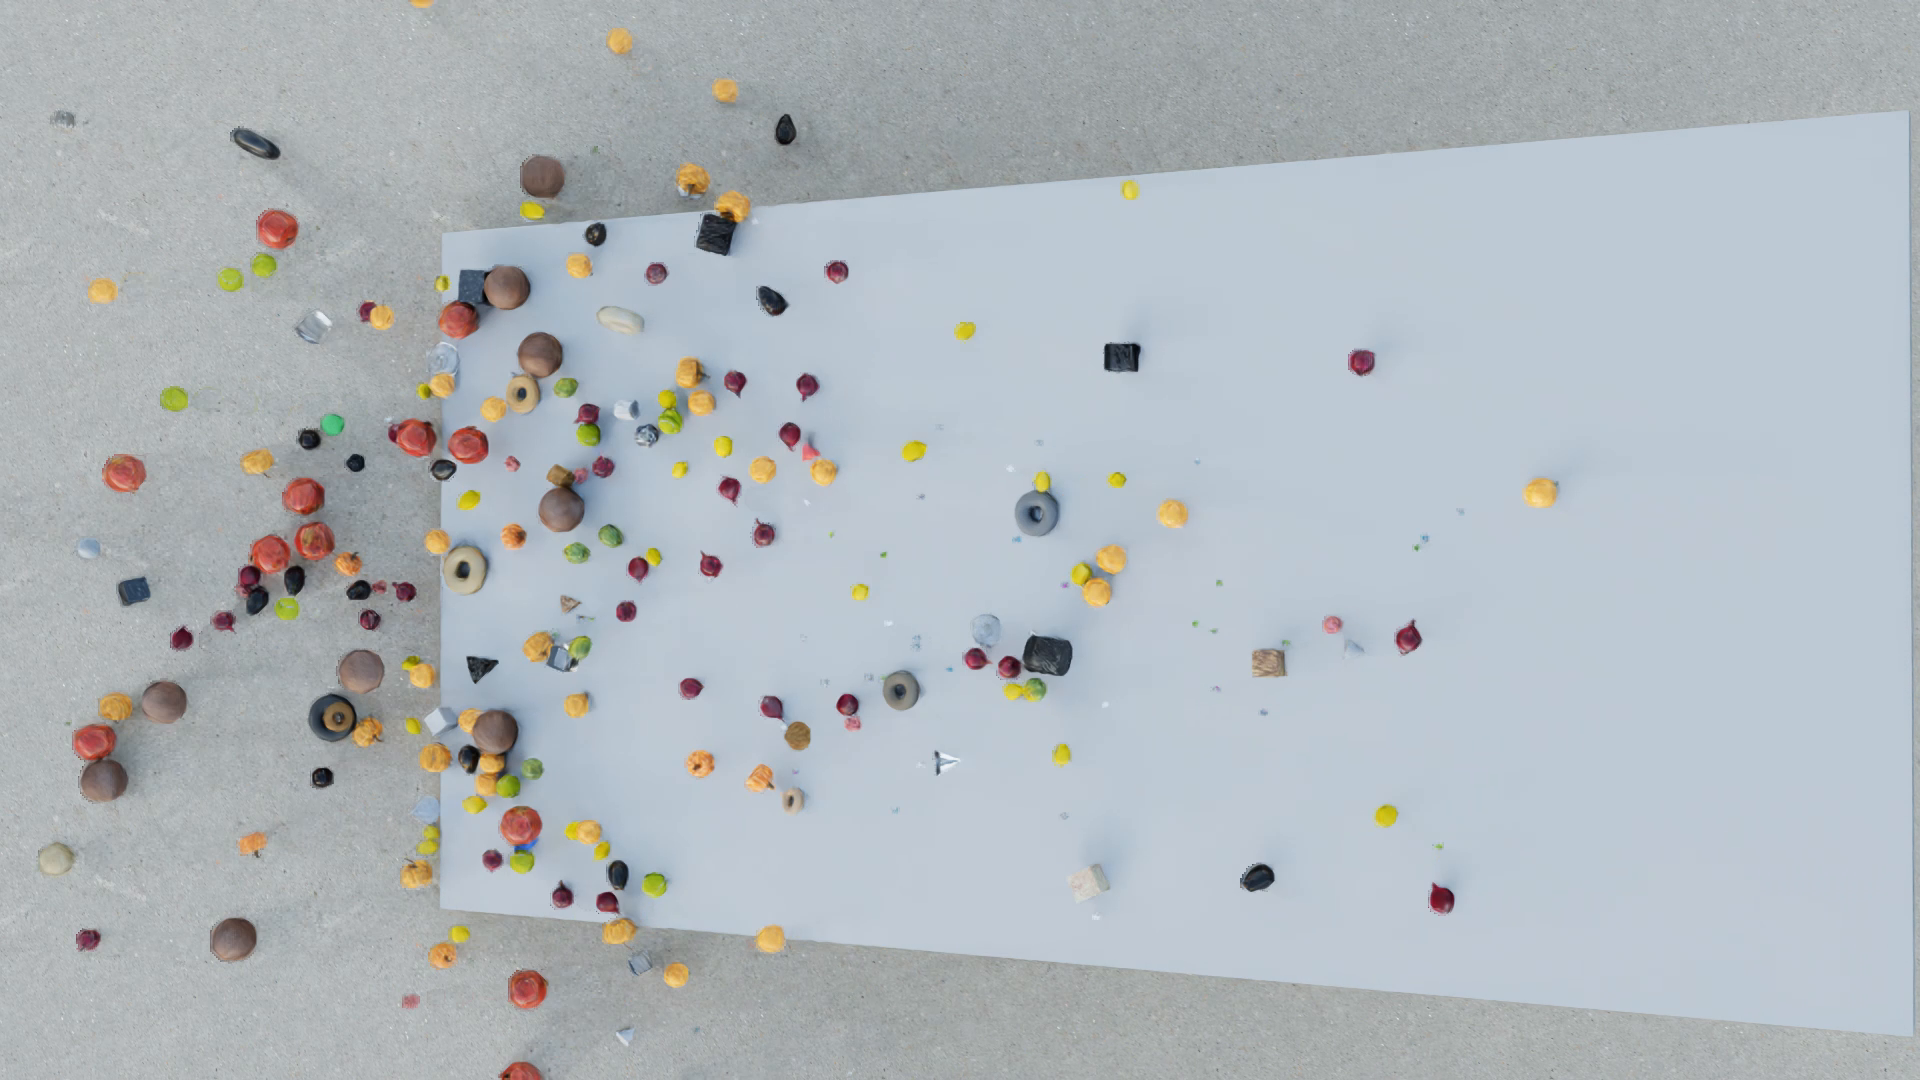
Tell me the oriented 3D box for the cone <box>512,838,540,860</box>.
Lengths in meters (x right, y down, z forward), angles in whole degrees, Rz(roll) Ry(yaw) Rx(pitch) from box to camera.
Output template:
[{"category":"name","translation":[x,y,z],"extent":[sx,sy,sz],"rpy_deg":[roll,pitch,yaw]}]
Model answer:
[{"category":"cone","translation":[-1.245,0.875,6.343],"extent":[0.072,0.072,0.072],"rpy_deg":[-24,89,-3]}]

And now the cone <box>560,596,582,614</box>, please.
[{"category":"cone","translation":[-1.107,0.183,6.286],"extent":[0.056,0.056,0.056],"rpy_deg":[-5,89,-1]}]

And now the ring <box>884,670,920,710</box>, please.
[{"category":"ring","translation":[-0.156,0.397,5.810],"extent":[0.106,0.035,0.106],"rpy_deg":[-1,88,27]}]

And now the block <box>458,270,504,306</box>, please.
[{"category":"block","translation":[-1.394,-0.734,6.401],"extent":[0.091,0.091,0.091],"rpy_deg":[5,92,26]}]

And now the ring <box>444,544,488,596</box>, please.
[{"category":"ring","translation":[-1.450,0.088,6.442],"extent":[0.148,0.049,0.148],"rpy_deg":[0,90,26]}]

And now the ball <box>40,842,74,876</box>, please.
[{"category":"ball","translation":[-2.688,0.949,6.545],"extent":[0.096,0.096,0.096],"rpy_deg":[0,89,0]}]

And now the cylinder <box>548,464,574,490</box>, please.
[{"category":"cylinder","translation":[-1.142,-0.180,6.291],"extent":[0.055,0.055,0.055],"rpy_deg":[28,89,24]}]

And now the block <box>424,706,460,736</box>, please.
[{"category":"block","translation":[-1.524,0.534,6.469],"extent":[0.059,0.059,0.059],"rpy_deg":[-40,73,20]}]

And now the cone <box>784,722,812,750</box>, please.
[{"category":"cone","translation":[-0.455,0.532,5.932],"extent":[0.079,0.079,0.079],"rpy_deg":[0,89,26]}]

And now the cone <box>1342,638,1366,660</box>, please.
[{"category":"cone","translation":[0.950,0.267,5.275],"extent":[0.052,0.052,0.052],"rpy_deg":[10,89,-1]}]

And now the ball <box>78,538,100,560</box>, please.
[{"category":"ball","translation":[-2.603,0.026,6.571],"extent":[0.065,0.065,0.065],"rpy_deg":[0,89,0]}]

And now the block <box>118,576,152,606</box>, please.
[{"category":"block","translation":[-2.462,0.153,6.555],"extent":[0.066,0.066,0.066],"rpy_deg":[-16,88,-37]}]

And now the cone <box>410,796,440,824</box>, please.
[{"category":"cone","translation":[-1.594,0.799,6.487],"extent":[0.084,0.084,0.084],"rpy_deg":[0,89,27]}]

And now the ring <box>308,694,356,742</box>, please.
[{"category":"ring","translation":[-1.876,0.533,6.574],"extent":[0.141,0.047,0.141],"rpy_deg":[0,90,-1]}]

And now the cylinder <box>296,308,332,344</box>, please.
[{"category":"cylinder","translation":[-1.929,-0.637,6.565],"extent":[0.077,0.077,0.077],"rpy_deg":[43,100,0]}]

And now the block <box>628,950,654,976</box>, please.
[{"category":"block","translation":[-0.954,1.263,6.563],"extent":[0.053,0.053,0.053],"rpy_deg":[-25,89,0]}]

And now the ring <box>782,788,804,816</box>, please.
[{"category":"ring","translation":[-0.452,0.706,5.951],"extent":[0.077,0.026,0.077],"rpy_deg":[-14,69,40]}]

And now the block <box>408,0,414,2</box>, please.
[{"category":"block","translation":[-1.646,-1.656,6.594],"extent":[0.055,0.055,0.055],"rpy_deg":[-34,89,0]}]

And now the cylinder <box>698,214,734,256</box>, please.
[{"category":"cylinder","translation":[-0.671,-0.840,6.042],"extent":[0.090,0.090,0.090],"rpy_deg":[7,115,0]}]

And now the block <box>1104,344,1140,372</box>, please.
[{"category":"block","translation":[0.407,-0.458,5.526],"extent":[0.066,0.066,0.066],"rpy_deg":[2,91,26]}]

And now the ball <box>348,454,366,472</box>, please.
[{"category":"ball","translation":[-1.807,-0.230,6.580],"extent":[0.052,0.052,0.052],"rpy_deg":[0,89,0]}]

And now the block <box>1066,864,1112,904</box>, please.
[{"category":"block","translation":[0.324,0.867,5.549],"extent":[0.071,0.071,0.071],"rpy_deg":[-29,77,23]}]

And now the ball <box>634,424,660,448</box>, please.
[{"category":"ball","translation":[-0.876,-0.291,6.154],"extent":[0.068,0.068,0.068],"rpy_deg":[0,89,0]}]

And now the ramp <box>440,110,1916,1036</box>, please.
[{"category":"ramp","translation":[0.280,0.080,5.675],"extent":[4.000,0.100,2.000],"rpy_deg":[0,89,26]}]

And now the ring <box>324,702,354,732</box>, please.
[{"category":"ring","translation":[-1.844,0.525,6.528],"extent":[0.089,0.030,0.089],"rpy_deg":[-5,105,-21]}]

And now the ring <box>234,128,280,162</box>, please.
[{"category":"ring","translation":[-2.092,-1.175,6.541],"extent":[0.143,0.143,0.048],"rpy_deg":[28,78,0]}]

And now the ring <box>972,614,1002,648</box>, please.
[{"category":"ring","translation":[0.071,0.234,5.704],"extent":[0.088,0.029,0.088],"rpy_deg":[0,91,25]}]

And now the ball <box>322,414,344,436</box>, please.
[{"category":"ball","translation":[-1.875,-0.343,6.575],"extent":[0.063,0.063,0.063],"rpy_deg":[0,89,0]}]

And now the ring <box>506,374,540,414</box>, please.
[{"category":"ring","translation":[-1.265,-0.423,6.364],"extent":[0.114,0.038,0.114],"rpy_deg":[0,89,25]}]

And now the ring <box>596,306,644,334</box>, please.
[{"category":"ring","translation":[-0.950,-0.614,6.149],"extent":[0.136,0.136,0.045],"rpy_deg":[13,78,0]}]

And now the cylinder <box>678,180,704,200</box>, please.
[{"category":"cylinder","translation":[-0.803,-1.050,6.578],"extent":[0.053,0.053,0.053],"rpy_deg":[0,90,32]}]

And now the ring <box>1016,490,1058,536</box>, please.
[{"category":"ring","translation":[0.197,-0.068,5.640],"extent":[0.120,0.040,0.120],"rpy_deg":[0,91,26]}]

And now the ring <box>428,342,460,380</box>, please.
[{"category":"ring","translation":[-1.525,-0.528,6.493],"extent":[0.109,0.036,0.109],"rpy_deg":[1,93,26]}]

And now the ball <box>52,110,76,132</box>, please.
[{"category":"ball","translation":[-2.683,-1.254,6.584],"extent":[0.065,0.065,0.065],"rpy_deg":[0,89,0]}]

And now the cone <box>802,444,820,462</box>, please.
[{"category":"cone","translation":[-0.398,-0.235,5.943],"extent":[0.052,0.052,0.052],"rpy_deg":[6,89,0]}]

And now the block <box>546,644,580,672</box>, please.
[{"category":"block","translation":[-1.130,0.338,6.276],"extent":[0.061,0.061,0.061],"rpy_deg":[19,98,25]}]

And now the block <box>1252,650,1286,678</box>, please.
[{"category":"block","translation":[0.751,0.301,5.350],"extent":[0.064,0.064,0.064],"rpy_deg":[-2,88,26]}]
